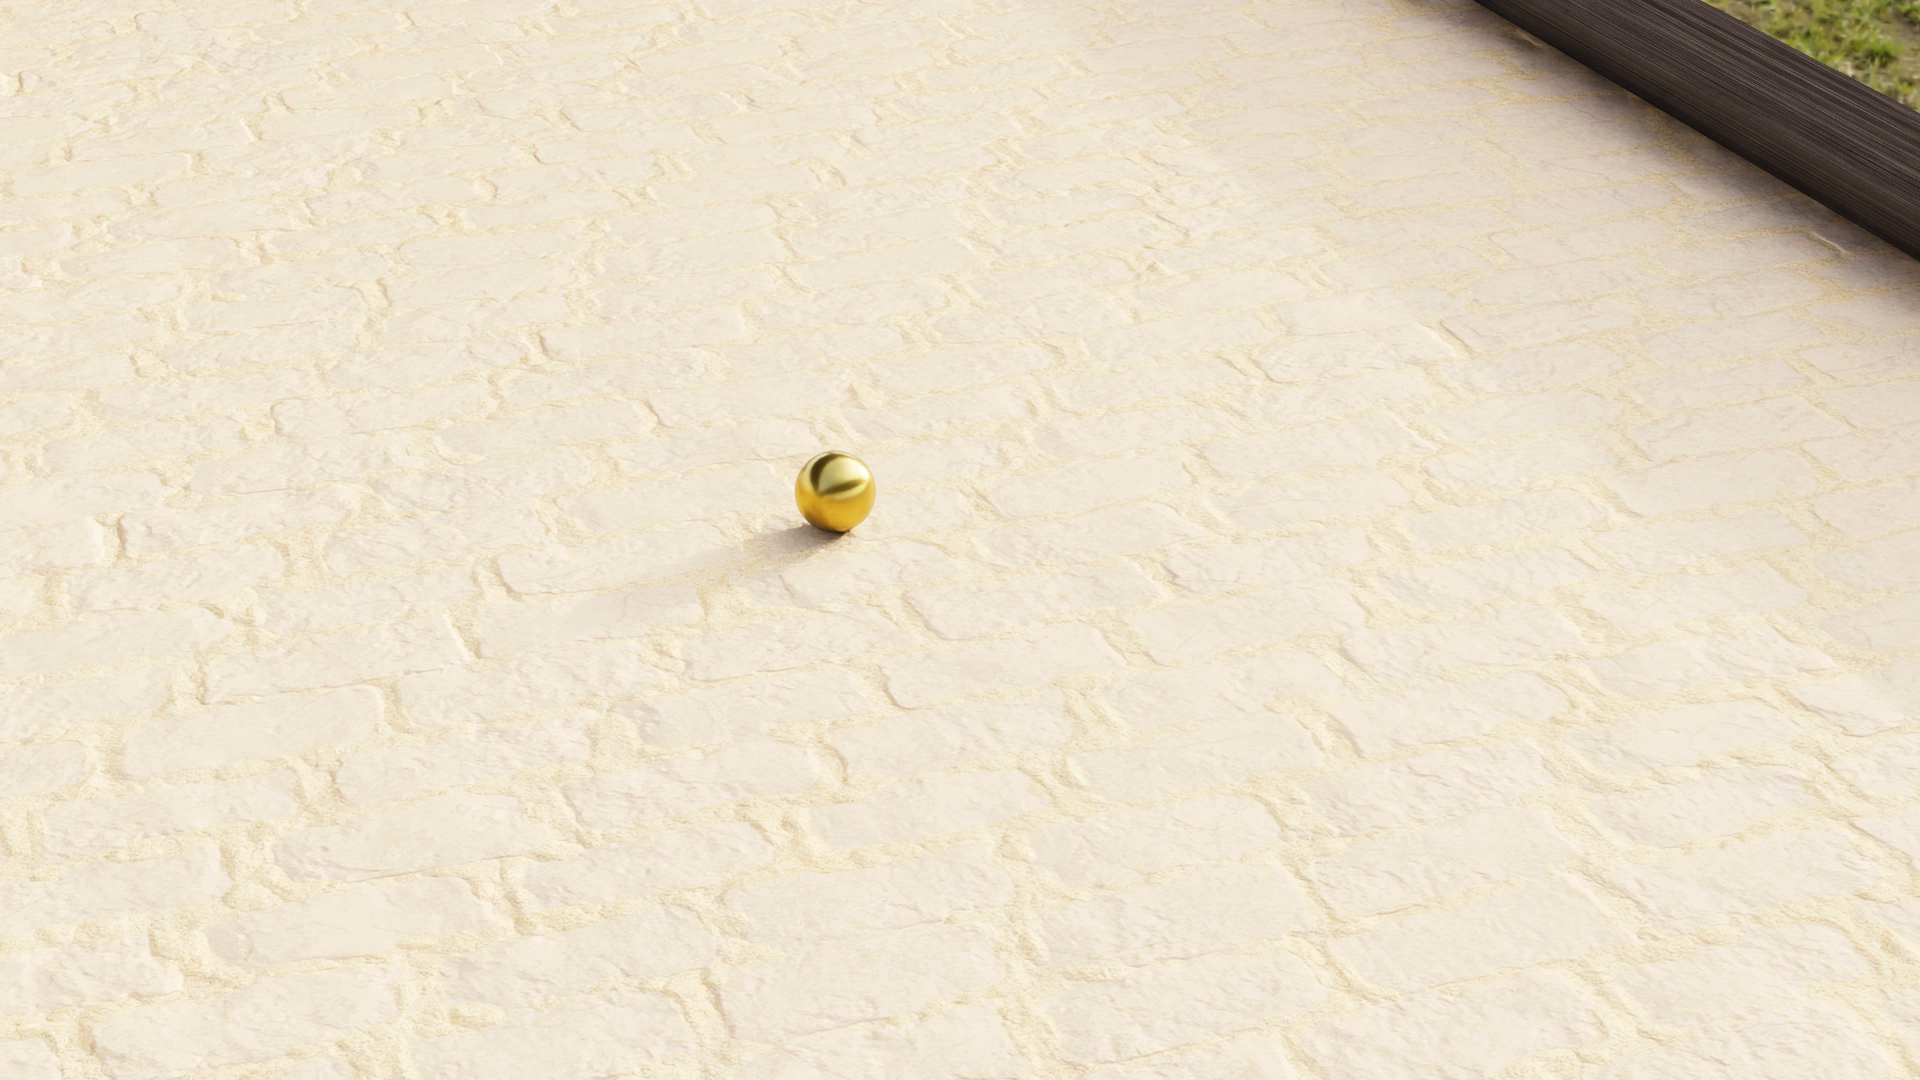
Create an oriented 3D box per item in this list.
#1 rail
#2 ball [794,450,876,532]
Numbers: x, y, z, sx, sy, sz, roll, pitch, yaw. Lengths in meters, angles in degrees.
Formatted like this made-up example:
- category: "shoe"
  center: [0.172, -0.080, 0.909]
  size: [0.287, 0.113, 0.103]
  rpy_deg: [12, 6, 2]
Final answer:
- category: "rail"
  center: [0.555, -0.546, 2.886]
  size: [0.045, 0.116, 3.523]
  rpy_deg: [-9, 29, -17]
- category: "ball"
  center: [-0.083, -0.032, 1.965]
  size: [0.055, 0.055, 0.055]
  rpy_deg: [0, 27, 0]
